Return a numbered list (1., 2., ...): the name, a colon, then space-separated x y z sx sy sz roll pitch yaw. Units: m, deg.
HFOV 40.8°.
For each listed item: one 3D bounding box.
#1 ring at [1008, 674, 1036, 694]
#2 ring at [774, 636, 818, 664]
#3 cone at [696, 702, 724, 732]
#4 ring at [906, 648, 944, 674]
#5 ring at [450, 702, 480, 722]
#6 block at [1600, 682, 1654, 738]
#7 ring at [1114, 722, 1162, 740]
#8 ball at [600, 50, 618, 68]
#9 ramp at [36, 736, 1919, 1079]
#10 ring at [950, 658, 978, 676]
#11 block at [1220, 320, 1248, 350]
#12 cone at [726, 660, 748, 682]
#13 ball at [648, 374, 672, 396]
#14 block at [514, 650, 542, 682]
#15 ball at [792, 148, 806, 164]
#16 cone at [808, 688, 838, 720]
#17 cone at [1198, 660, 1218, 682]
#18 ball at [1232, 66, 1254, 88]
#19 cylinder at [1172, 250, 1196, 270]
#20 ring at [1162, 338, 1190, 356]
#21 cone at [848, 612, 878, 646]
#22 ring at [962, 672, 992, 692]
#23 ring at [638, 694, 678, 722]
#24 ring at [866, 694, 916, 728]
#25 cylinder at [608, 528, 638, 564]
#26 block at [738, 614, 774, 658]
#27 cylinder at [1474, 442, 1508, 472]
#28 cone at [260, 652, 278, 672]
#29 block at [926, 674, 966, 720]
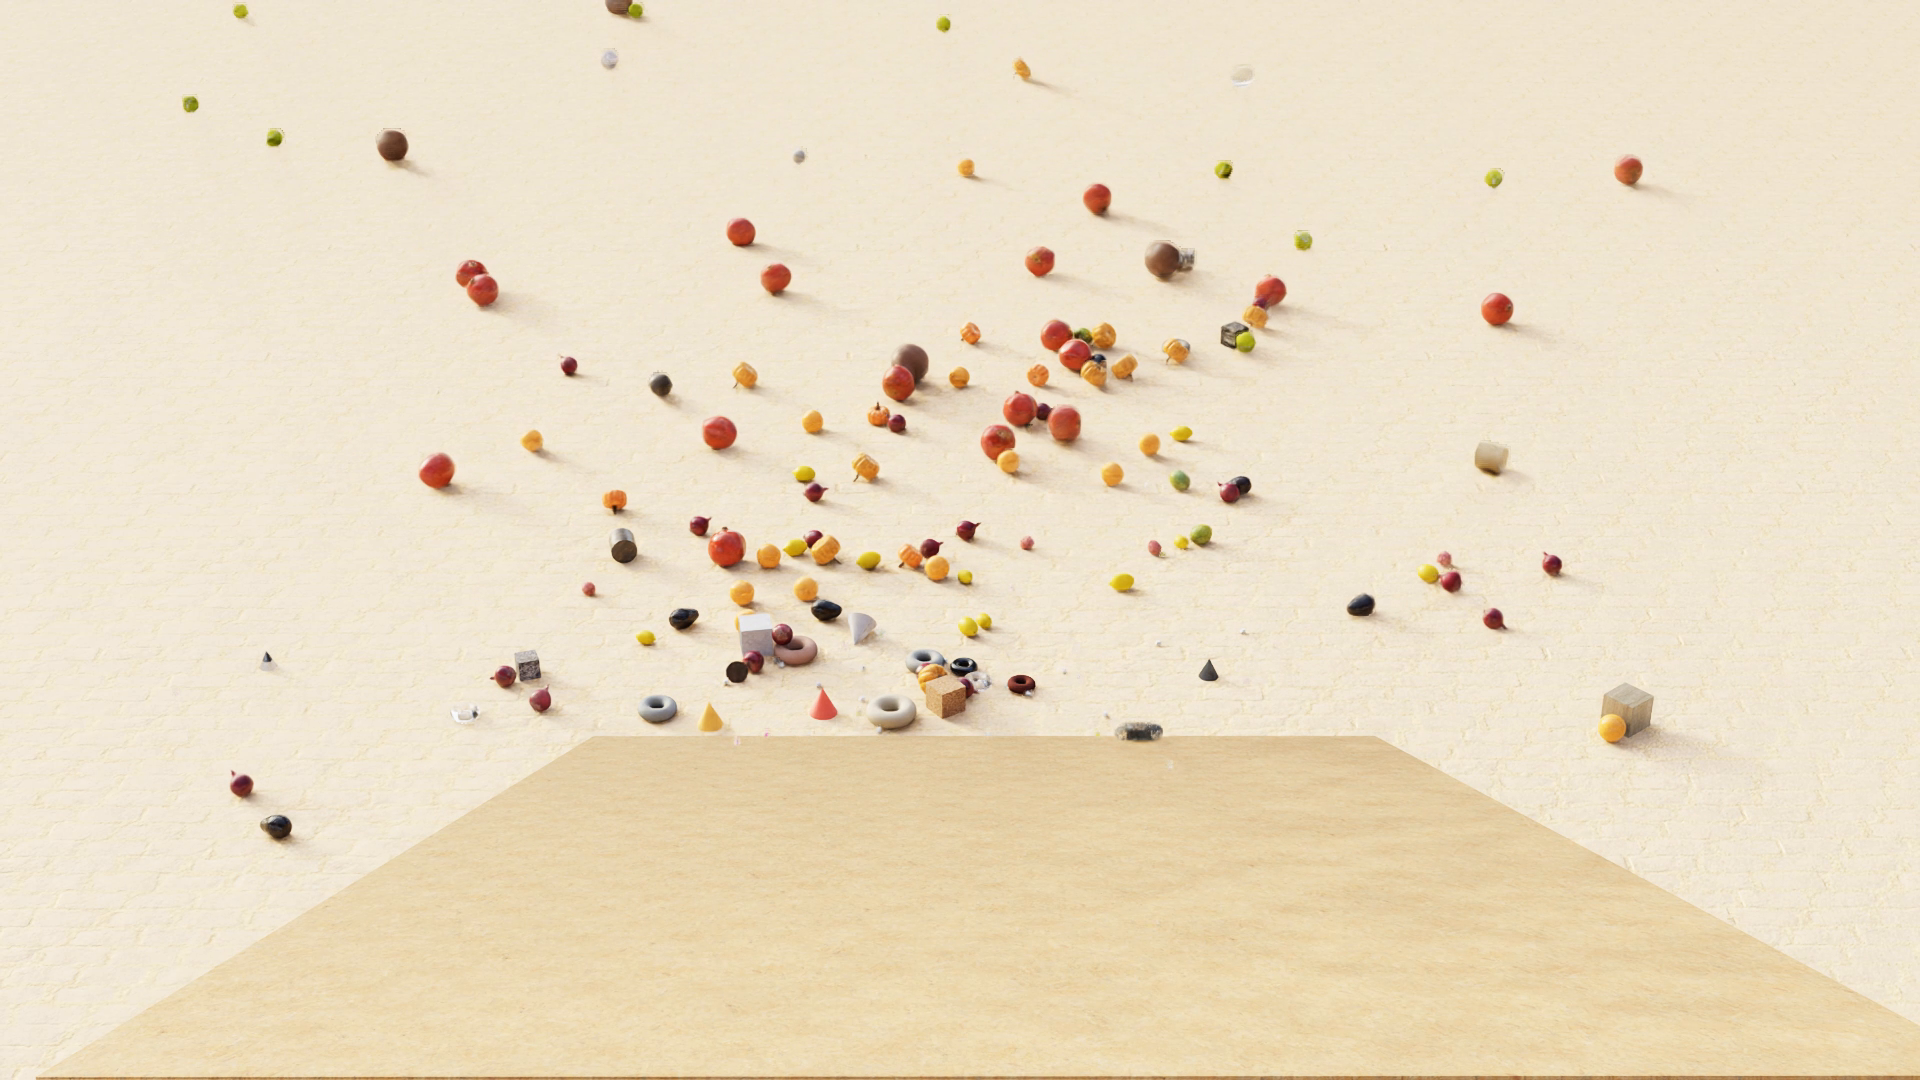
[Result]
1. ring: 0.166 0.389 6.981 0.077 0.026 0.077 1 28 -1
2. ring: -0.453 0.303 7.126 0.122 0.041 0.122 -1 29 0
3. cone: -0.660 0.456 6.809 0.072 0.072 0.072 0 28 0
4. ring: -0.096 0.334 7.074 0.109 0.036 0.109 0 27 0
5. ring: -1.313 0.457 6.855 0.078 0.026 0.078 1 29 -1
6. block: 1.755 0.447 6.803 0.092 0.092 0.092 -22 35 -35
7. ring: 0.450 0.482 6.507 0.122 0.041 0.122 -1 1 0
8. ball: -1.587 -2.171 11.681 0.082 0.082 0.082 0 28 0
9. ramp: 0.064 0.572 4.614 2.000 0.100 4.000 0 1 0
10. ring: 0.011 0.346 7.061 0.077 0.026 0.077 1 29 -1
11. block: 0.954 -0.711 8.981 0.068 0.068 0.068 -21 35 -34
12. cone: -0.611 0.358 7.038 0.061 0.061 0.061 -7 -2 -13
13. ball: -0.998 -0.517 8.612 0.076 0.076 0.076 0 28 0
14. block: -1.177 0.341 7.036 0.058 0.058 0.058 -10 30 -17
15. ball: -0.662 -1.573 10.592 0.059 0.059 0.059 0 28 0
16. cone: -0.364 0.425 6.860 0.077 0.077 0.077 0 28 0
17. cone: 0.677 0.346 7.029 0.056 0.056 0.056 0 28 0
18. ball: 1.249 -2.051 11.441 0.097 0.097 0.097 0 28 0
19. cylinder: 0.830 -1.040 9.591 0.070 0.070 0.070 11 30 20
20. ring: 0.747 -0.666 8.935 0.101 0.034 0.101 1 28 -1
21. cone: -0.283 0.261 7.205 0.085 0.085 0.085 8 56 14
22. ring: 0.048 0.383 6.991 0.082 0.027 0.082 1 27 0
23. ring: -0.804 0.447 6.864 0.106 0.035 0.106 1 29 -1
24. ring: -0.182 0.453 6.842 0.136 0.045 0.136 -1 29 1
25. cylinder: -0.994 0.016 7.620 0.077 0.077 0.077 -6 29 -11
26. block: -0.564 0.265 7.149 0.086 0.086 0.086 -5 29 -9
27. cylinder: 1.670 -0.260 8.128 0.082 0.082 0.082 17 33 29
28. cone: -1.897 0.324 7.075 0.050 0.050 0.050 0 28 0
29. block: -0.038 0.417 6.877 0.076 0.076 0.076 -18 33 -30
